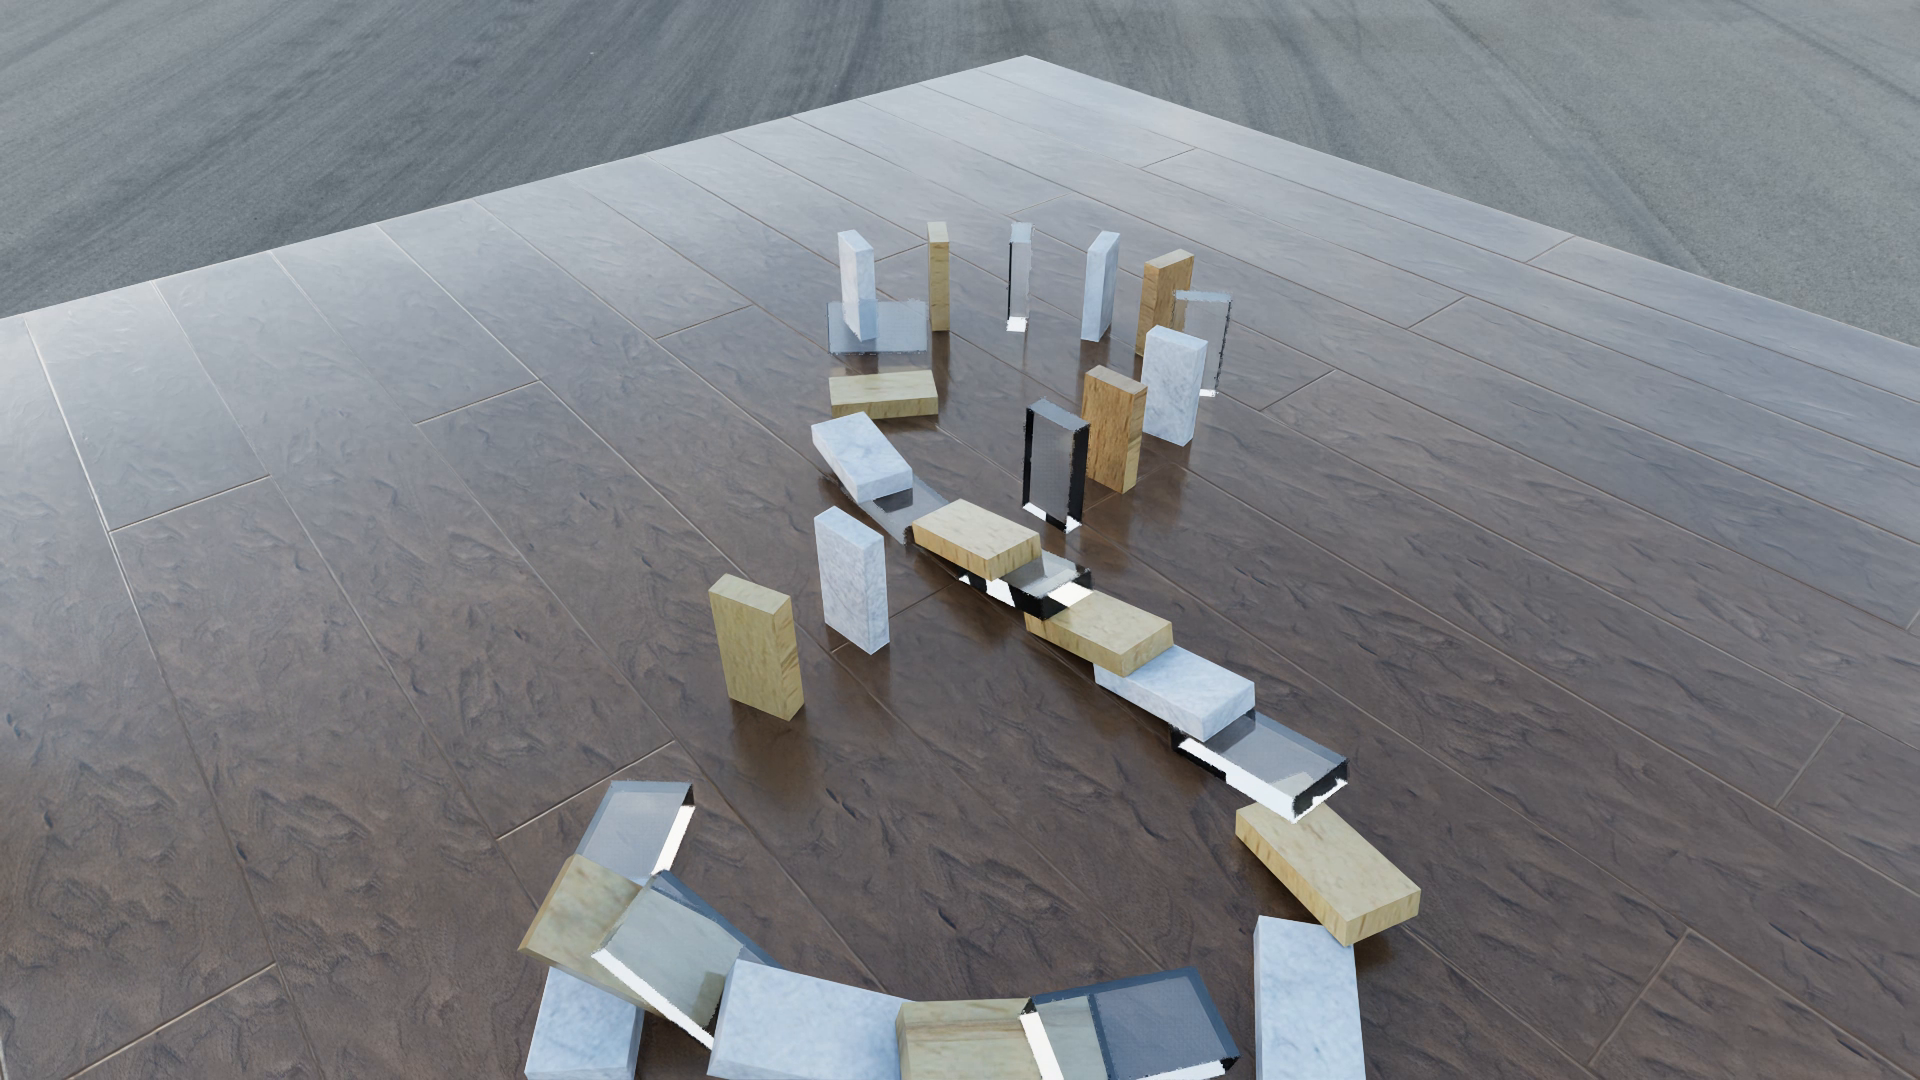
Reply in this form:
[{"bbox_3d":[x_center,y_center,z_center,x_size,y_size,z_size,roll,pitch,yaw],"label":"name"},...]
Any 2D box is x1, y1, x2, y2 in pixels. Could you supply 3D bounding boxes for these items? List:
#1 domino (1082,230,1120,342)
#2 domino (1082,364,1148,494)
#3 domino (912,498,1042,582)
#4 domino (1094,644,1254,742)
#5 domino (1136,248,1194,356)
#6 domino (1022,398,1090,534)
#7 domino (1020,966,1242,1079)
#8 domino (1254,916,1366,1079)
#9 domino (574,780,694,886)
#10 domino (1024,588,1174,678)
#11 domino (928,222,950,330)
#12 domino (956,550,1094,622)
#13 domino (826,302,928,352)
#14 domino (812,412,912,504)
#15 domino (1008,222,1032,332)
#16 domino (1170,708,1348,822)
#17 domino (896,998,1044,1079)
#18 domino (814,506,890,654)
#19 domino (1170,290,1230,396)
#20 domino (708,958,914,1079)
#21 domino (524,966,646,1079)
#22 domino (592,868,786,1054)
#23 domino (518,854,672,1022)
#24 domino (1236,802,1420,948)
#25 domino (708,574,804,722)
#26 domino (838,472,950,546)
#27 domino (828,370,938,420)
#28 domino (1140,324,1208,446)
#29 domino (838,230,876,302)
[{"bbox_3d":[0.073,-0.132,0.572,0.009,0.050,0.025,15,42,17],"label":"domino"},{"bbox_3d":[0.064,-0.047,0.469,0.025,0.050,0.009,31,48,32],"label":"domino"},{"bbox_3d":[0.006,-0.001,0.429,0.025,0.010,0.050,-26,32,-28],"label":"domino"},{"bbox_3d":[0.072,0.049,0.375,0.025,0.009,0.050,-27,32,-29],"label":"domino"},{"bbox_3d":[0.103,-0.119,0.557,0.025,0.050,0.009,-27,46,-29],"label":"domino"},{"bbox_3d":[0.039,-0.030,0.448,0.010,0.050,0.025,-31,49,-32],"label":"domino"},{"bbox_3d":[0.043,0.126,0.279,0.050,0.010,0.025,1,39,-25],"label":"domino"},{"bbox_3d":[0.091,0.126,0.290,0.025,0.010,0.050,7,40,8],"label":"domino"},{"bbox_3d":[-0.097,0.090,0.323,0.025,0.010,0.050,0,25,3],"label":"domino"},{"bbox_3d":[0.049,0.031,0.395,0.025,0.010,0.050,-27,31,-29],"label":"domino"},{"bbox_3d":[-0.011,-0.139,0.581,0.010,0.050,0.025,-3,39,-4],"label":"domino"},{"bbox_3d":[0.024,0.013,0.418,0.025,0.010,0.050,-27,32,-29],"label":"domino"},{"bbox_3d":[-0.042,-0.109,0.563,0.050,0.025,0.009,-1,12,-2],"label":"domino"},{"bbox_3d":[-0.043,-0.036,0.473,0.025,0.010,0.050,-18,43,-21],"label":"domino"},{"bbox_3d":[0.032,-0.139,0.581,0.009,0.050,0.025,4,40,5],"label":"domino"},{"bbox_3d":[0.094,0.068,0.350,0.025,0.010,0.050,-25,31,-28],"label":"domino"},{"bbox_3d":[0.010,0.130,0.276,0.050,0.009,0.025,5,38,-15],"label":"domino"},{"bbox_3d":[-0.038,0.015,0.393,0.025,0.050,0.010,31,48,32],"label":"domino"},{"bbox_3d":[0.113,-0.094,0.526,0.025,0.050,0.010,6,40,7],"label":"domino"},{"bbox_3d":[-0.036,0.125,0.276,0.050,0.010,0.025,19,37,-14],"label":"domino"},{"bbox_3d":[-0.098,0.120,0.297,0.025,0.009,0.050,-2,39,-3],"label":"domino"},{"bbox_3d":[-0.067,0.112,0.284,0.050,0.010,0.025,43,45,-9],"label":"domino"},{"bbox_3d":[-0.086,0.106,0.288,0.050,0.010,0.025,34,53,-17],"label":"domino"},{"bbox_3d":[0.106,0.093,0.321,0.025,0.010,0.050,-15,28,-18],"label":"domino"},{"bbox_3d":[-0.067,0.036,0.367,0.025,0.050,0.010,18,42,20],"label":"domino"},{"bbox_3d":[-0.028,-0.018,0.466,0.025,0.010,0.050,-26,46,-28],"label":"domino"},{"bbox_3d":[-0.037,-0.069,0.528,0.050,0.010,0.025,-5,40,-6],"label":"domino"},{"bbox_3d":[0.095,-0.069,0.496,0.025,0.050,0.009,25,46,27],"label":"domino"},{"bbox_3d":[-0.053,-0.133,0.573,0.010,0.050,0.025,-17,42,-19],"label":"domino"}]
